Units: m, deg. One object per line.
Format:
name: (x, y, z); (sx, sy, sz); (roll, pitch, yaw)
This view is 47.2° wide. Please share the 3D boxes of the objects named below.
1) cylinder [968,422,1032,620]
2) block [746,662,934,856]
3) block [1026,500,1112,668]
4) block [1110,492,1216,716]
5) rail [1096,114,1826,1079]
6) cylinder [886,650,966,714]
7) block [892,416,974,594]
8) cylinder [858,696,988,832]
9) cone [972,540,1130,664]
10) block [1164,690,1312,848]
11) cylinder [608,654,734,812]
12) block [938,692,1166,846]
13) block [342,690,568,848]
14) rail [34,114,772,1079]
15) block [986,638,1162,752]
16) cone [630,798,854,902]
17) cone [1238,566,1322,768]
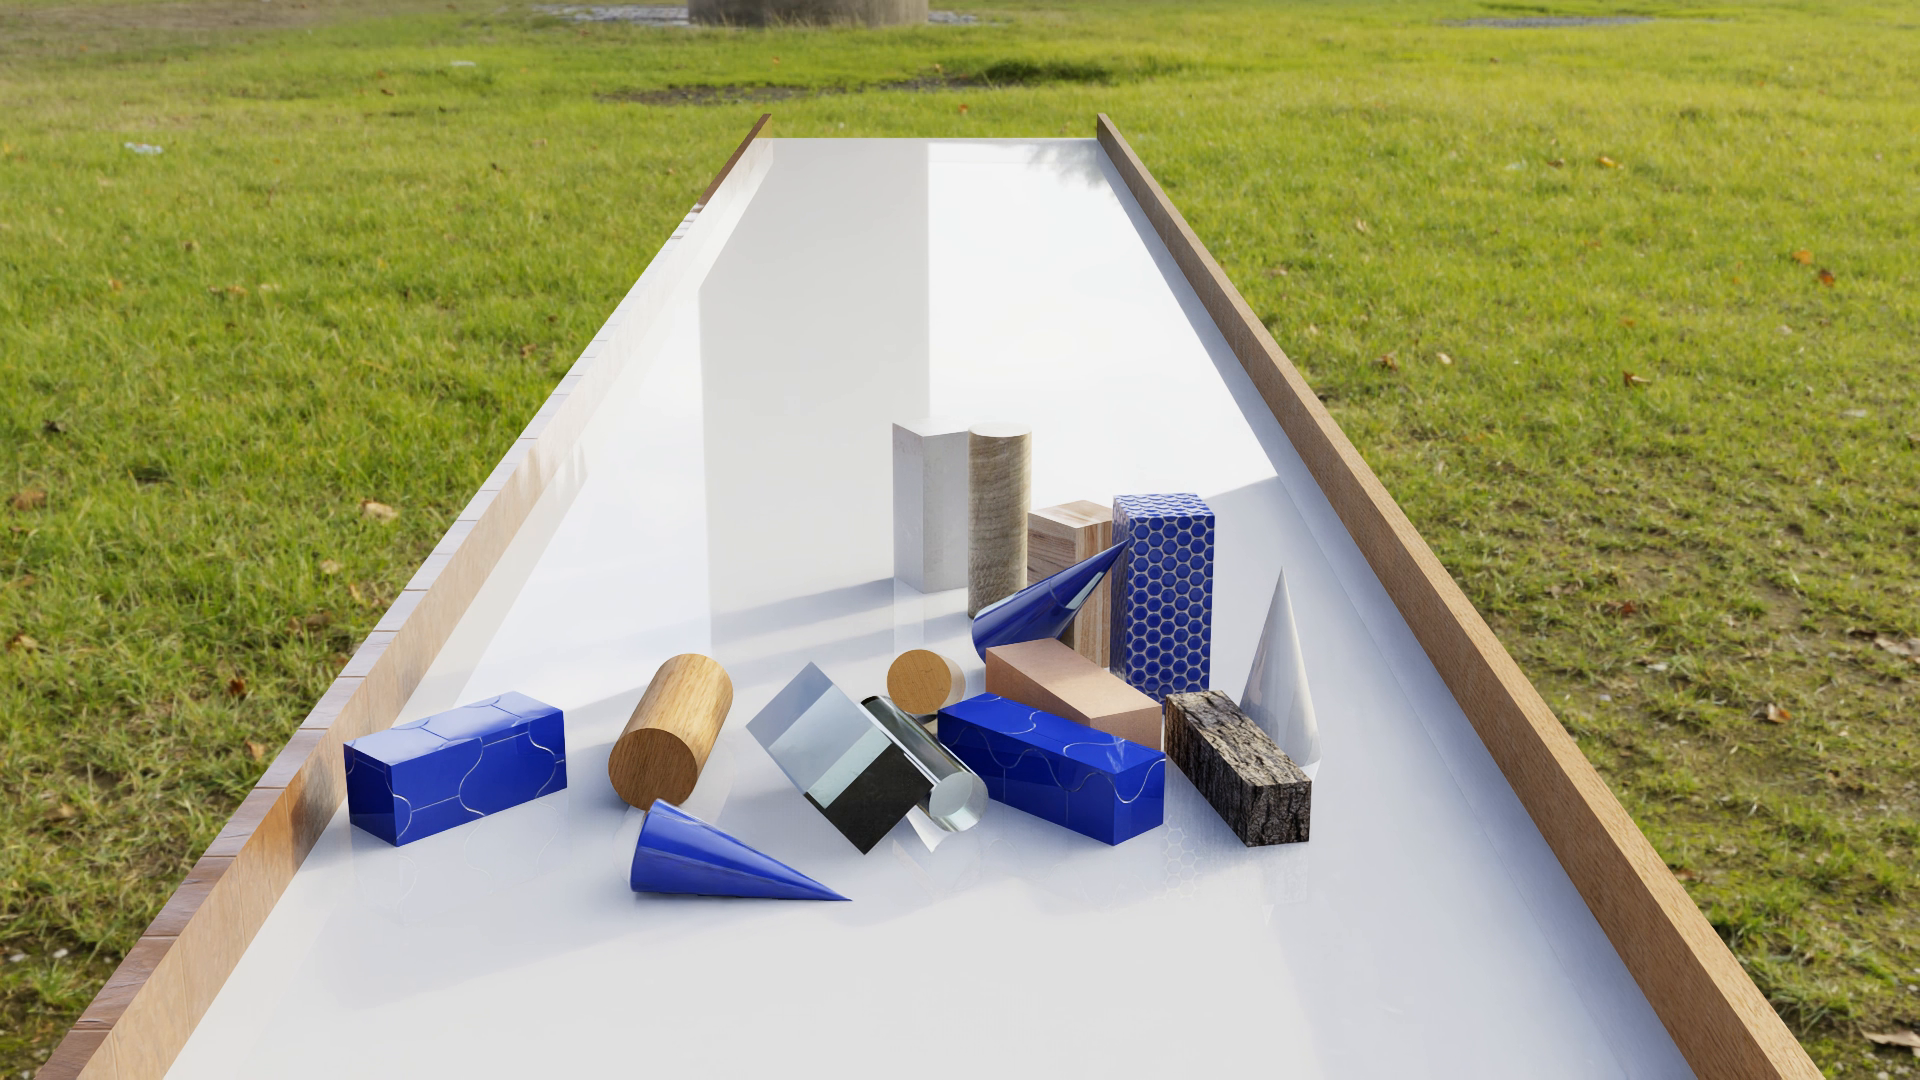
cylinder: (0.083, -0.036, 4.632); (0.133, 0.407, 0.133); (0, 17, 0)
block: (-0.203, 0.356, 3.639); (0.158, 0.158, 0.319); (-45, 27, -5)
block: (0.237, 0.094, 4.378); (0.147, 0.304, 0.147); (-12, 21, -36)
block: (0.378, 0.121, 4.143); (0.159, 0.387, 0.159); (-2, 17, -7)
rail: (0.932, -0.844, 7.801); (0.050, 0.150, 12.000); (0, 17, -1)
cylinder: (-0.058, 0.257, 3.942); (0.111, 0.111, 0.378); (1, -4, 4)
block: (-0.049, -0.080, 4.872); (0.149, 0.356, 0.149); (-9, 19, -26)
cylinder: (-0.076, 0.379, 3.769); (0.106, 0.106, 0.384); (-7, 18, -22)
cone: (0.203, 0.098, 4.169); (0.163, 0.163, 0.447); (-14, -19, -38)
block: (0.467, 0.383, 3.752); (0.106, 0.106, 0.429); (-4, 17, -13)
cylinder: (-0.501, 0.331, 3.849); (0.151, 0.151, 0.372); (1, 17, 3)
block: (0.149, 0.382, 3.721); (0.406, 0.126, 0.126); (16, 23, 42)
block: (-0.845, 0.380, 3.700); (0.142, 0.142, 0.339); (15, 22, 41)
rail: (-1.118, -0.838, 7.780); (0.050, 0.150, 12.000); (0, 17, -1)
block: (0.197, 0.309, 3.939); (0.141, 0.141, 0.397); (-8, 18, -25)
cone: (-0.323, 0.511, 3.382); (0.334, 0.146, 0.146); (15, 18, 5)
cone: (0.565, 0.210, 3.905); (0.172, 0.351, 0.172); (0, 17, 0)
